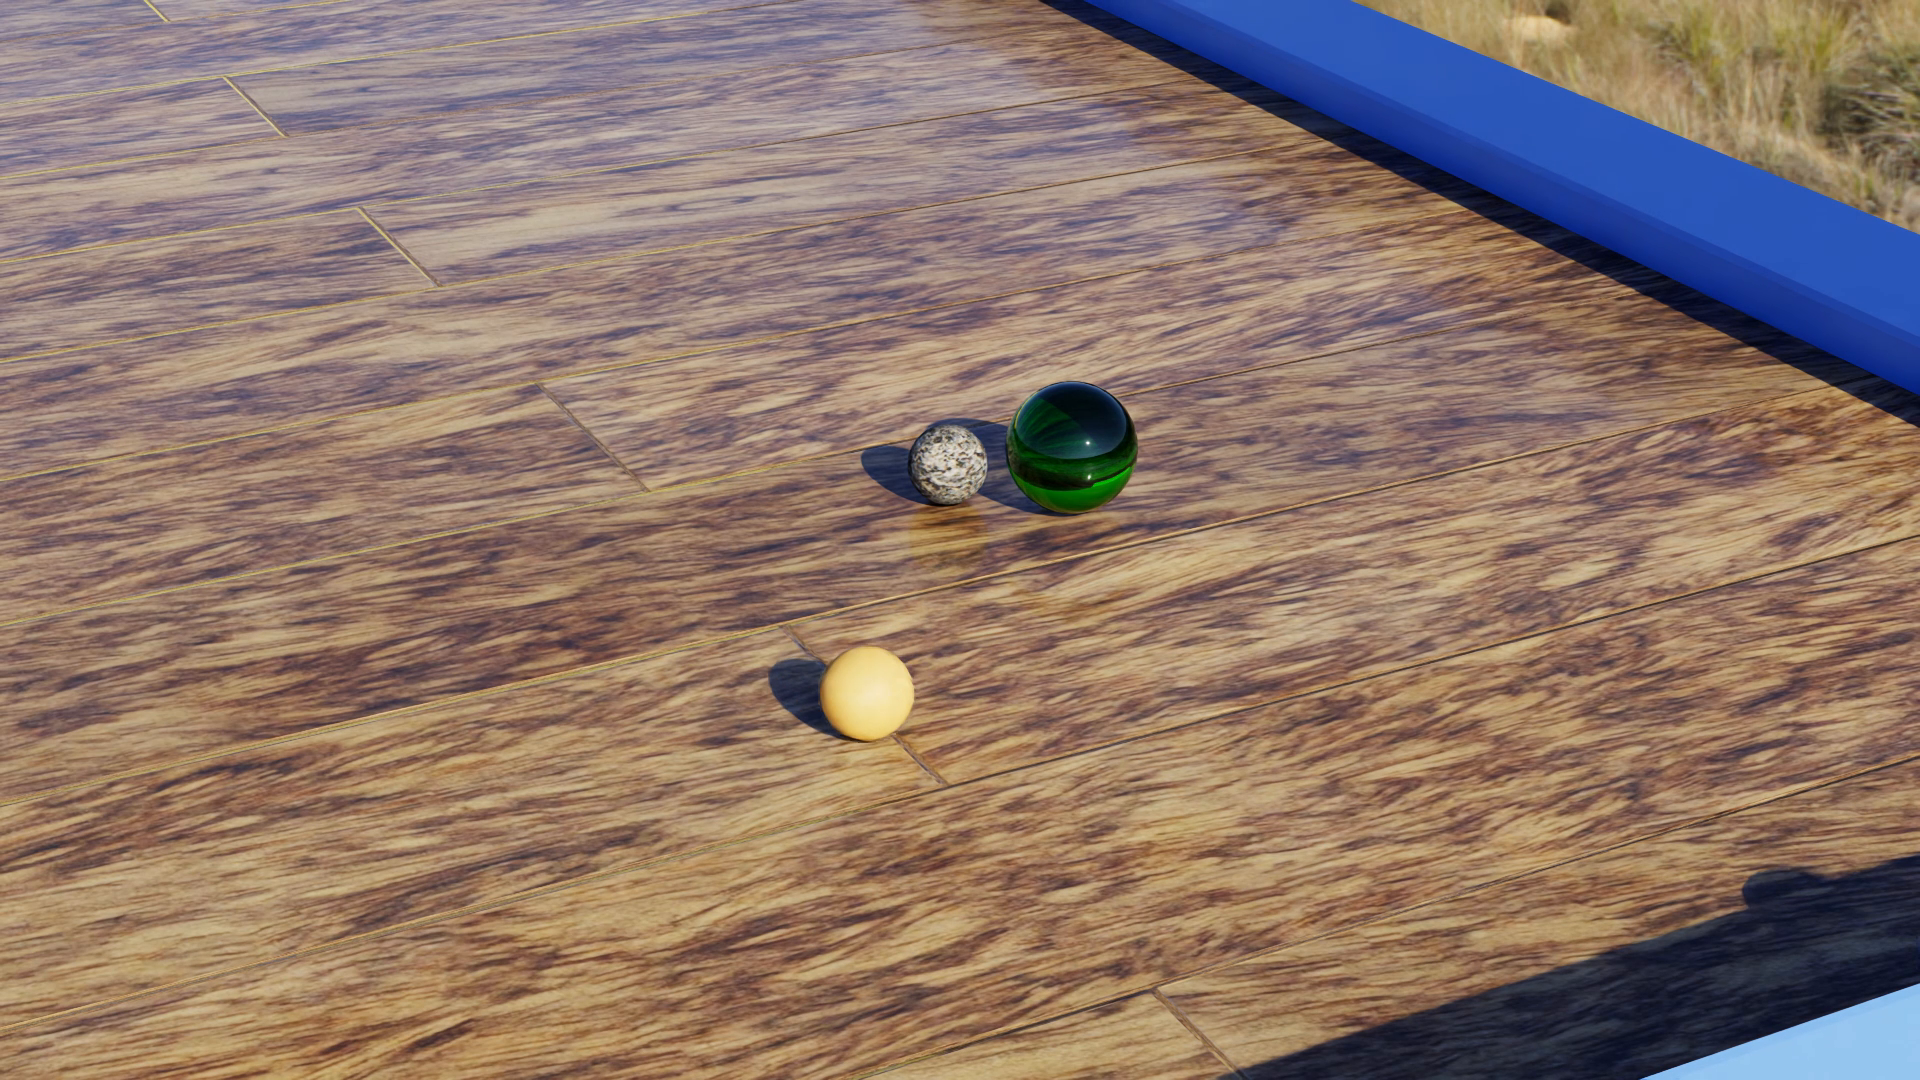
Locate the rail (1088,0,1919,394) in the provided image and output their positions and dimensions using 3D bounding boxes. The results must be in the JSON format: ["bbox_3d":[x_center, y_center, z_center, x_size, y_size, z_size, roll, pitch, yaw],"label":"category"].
[{"bbox_3d":[0.363,-0.509,3.083,0.045,0.129,3.334,-12,28,-24],"label":"rail"}]

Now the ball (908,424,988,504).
[{"bbox_3d":[-0.009,-0.057,2.210,0.061,0.061,0.061,0,25,0],"label":"ball"}]

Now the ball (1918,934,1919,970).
[{"bbox_3d":[0.563,0.223,1.580,0.093,0.093,0.093,0,25,0],"label":"ball"}]

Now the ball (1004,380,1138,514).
[{"bbox_3d":[0.083,-0.069,2.191,0.099,0.099,0.099,0,25,0],"label":"ball"}]

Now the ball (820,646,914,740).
[{"bbox_3d":[-0.060,0.098,1.883,0.061,0.061,0.061,0,25,0],"label":"ball"}]

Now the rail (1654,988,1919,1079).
[{"bbox_3d":[0.371,0.281,1.415,1.726,0.129,0.045,-12,28,-24],"label":"rail"}]
